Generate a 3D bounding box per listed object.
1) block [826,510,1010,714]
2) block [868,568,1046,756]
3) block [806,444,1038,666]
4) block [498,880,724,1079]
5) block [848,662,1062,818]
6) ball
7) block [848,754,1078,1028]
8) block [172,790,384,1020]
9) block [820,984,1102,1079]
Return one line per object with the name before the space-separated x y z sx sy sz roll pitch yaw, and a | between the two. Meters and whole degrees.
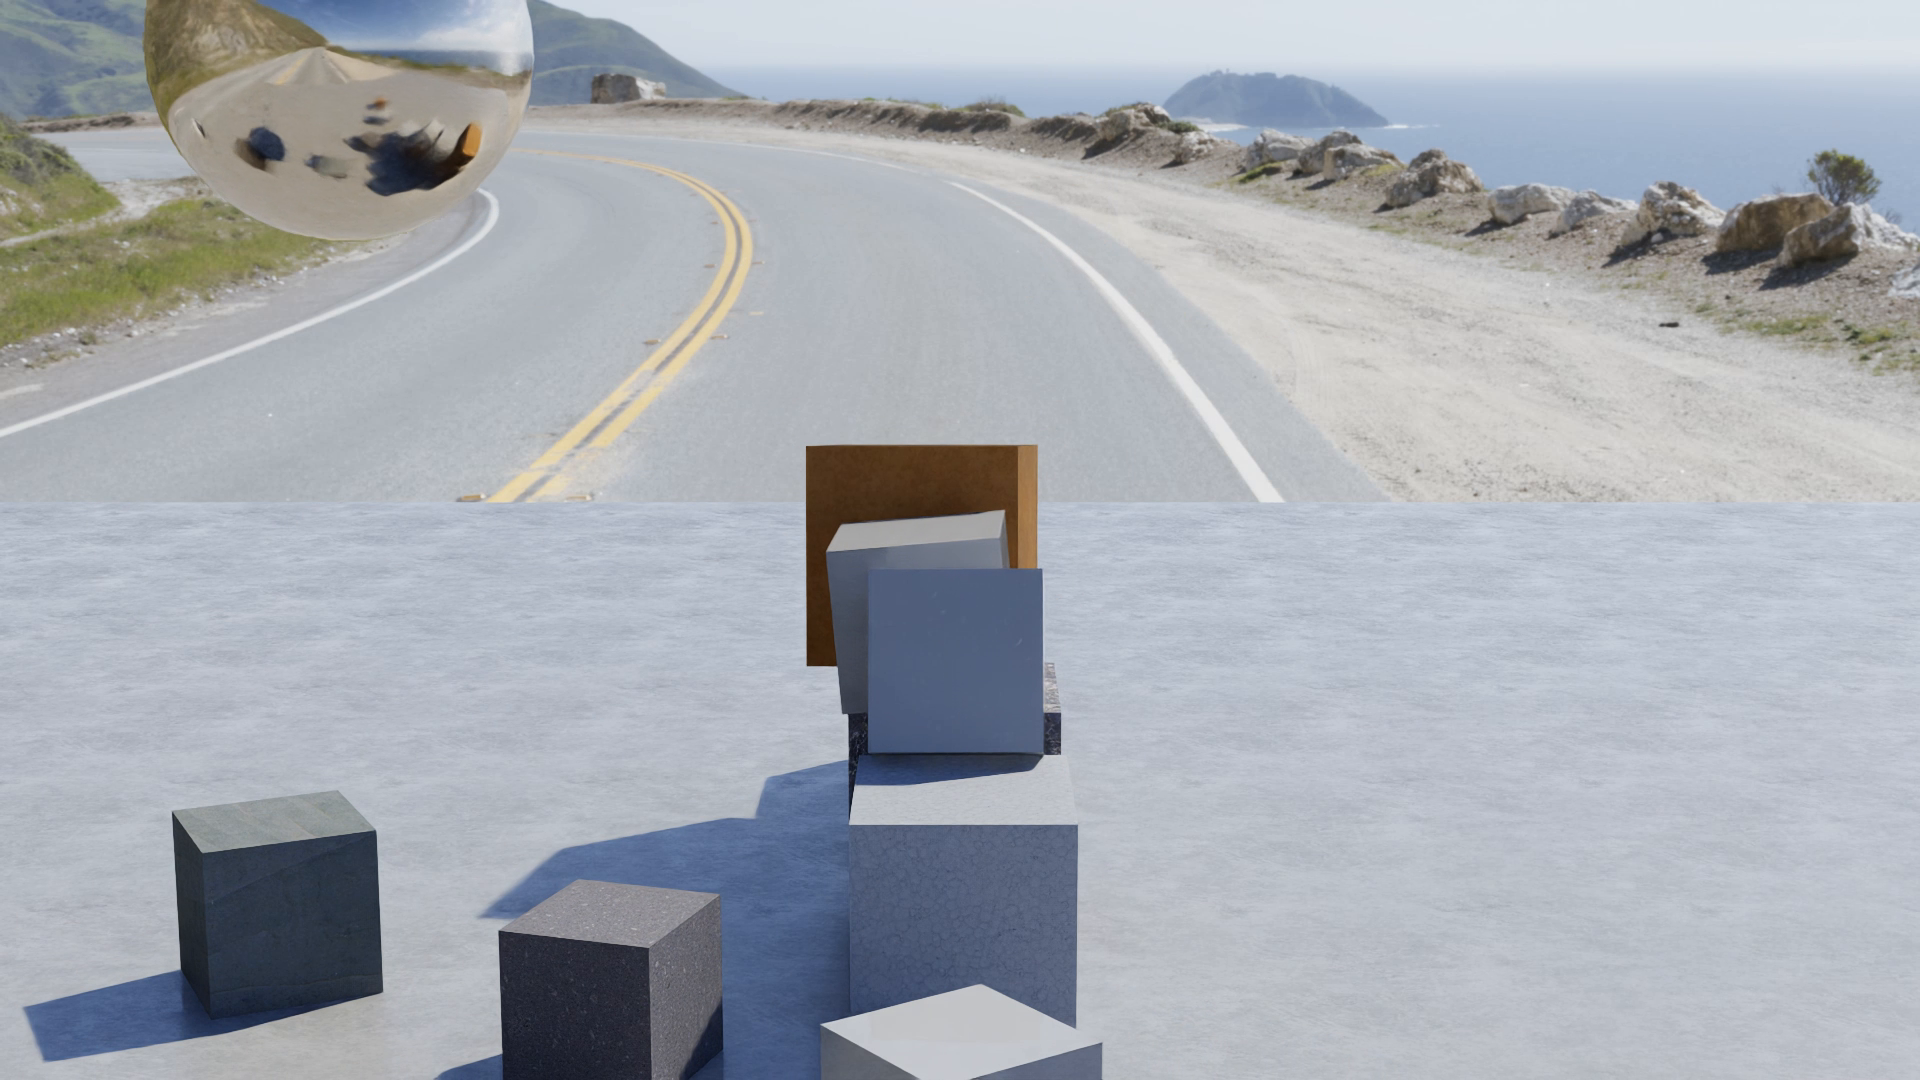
block | -0.151 0.304 11.182 0.736 0.705 0.724 -5 10 3
block | -0.002 0.519 10.411 0.687 0.723 0.663 0 -8 3
block | -0.162 0.057 12.066 0.968 1.004 0.910 0 3 7
block | -1.229 1.602 9.111 0.570 0.587 0.608 3 11 18
block | -0.021 1.053 11.493 0.911 0.815 0.946 0 10 0
ball | -2.605 -2.065 10.805 1.600 1.600 1.600 0 10 0
block | 0.012 1.351 9.819 0.828 0.829 0.964 0 10 0
block | -2.664 1.407 10.002 0.651 0.652 0.626 -5 12 -26
block | 0.001 1.810 7.951 0.619 0.593 0.628 -7 13 -35
